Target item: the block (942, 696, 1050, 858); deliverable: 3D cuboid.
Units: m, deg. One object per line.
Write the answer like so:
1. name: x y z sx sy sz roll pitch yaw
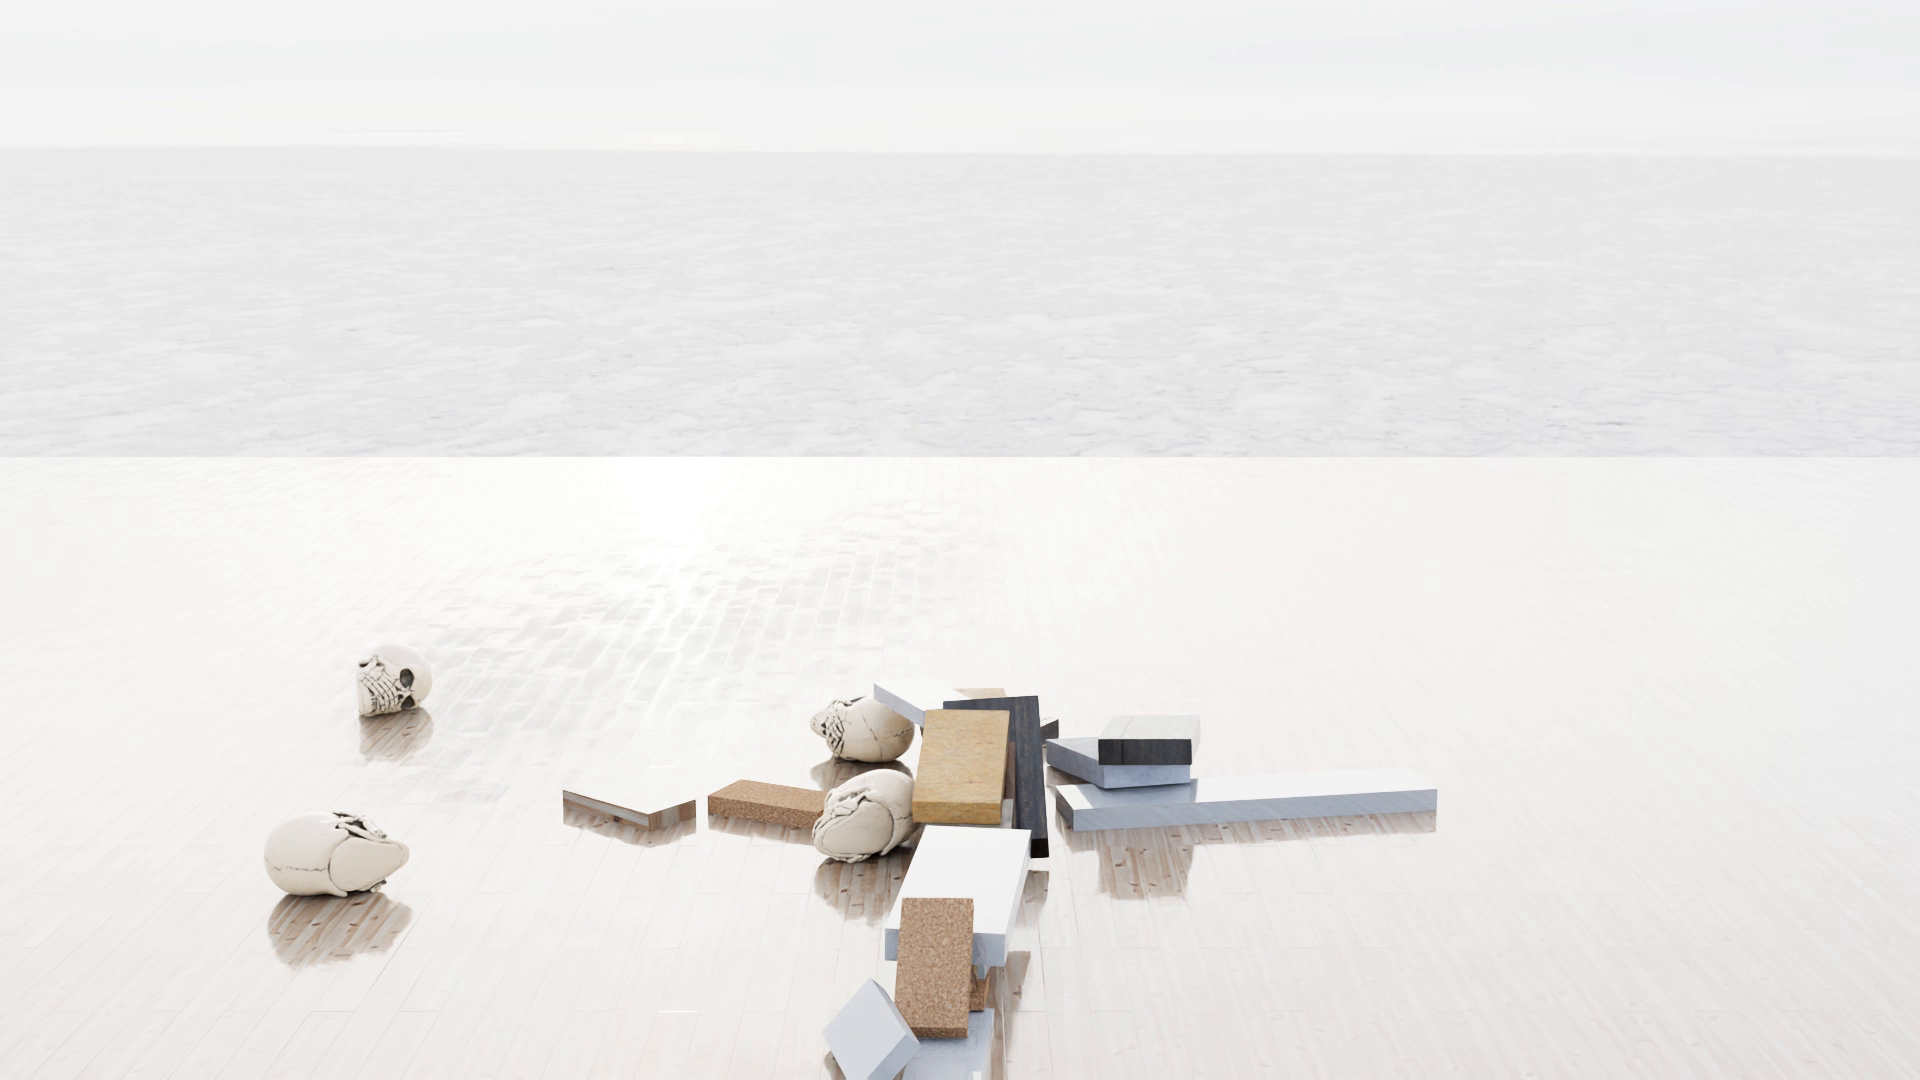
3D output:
1. block: 0.062 0.424 3.935 0.177 0.050 0.355 -4 40 1

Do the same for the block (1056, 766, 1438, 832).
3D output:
1. block: 0.536 0.484 4.125 0.699 0.042 0.147 -2 11 -10

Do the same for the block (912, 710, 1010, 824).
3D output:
1. block: 0.005 0.389 3.803 0.148 0.042 0.295 1 27 4

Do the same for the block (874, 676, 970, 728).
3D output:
1. block: -0.067 0.314 4.283 0.119 0.034 0.238 -5 12 -25

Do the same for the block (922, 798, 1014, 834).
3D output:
1. block: 0.008 0.530 3.629 0.148 0.042 0.295 1 29 4

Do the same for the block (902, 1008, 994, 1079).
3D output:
1. block: -0.021 0.713 2.927 0.102 0.029 0.399 1 11 5

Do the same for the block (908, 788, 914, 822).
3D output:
1. block: -0.006 0.473 4.182 0.147 0.042 0.294 1 11 7

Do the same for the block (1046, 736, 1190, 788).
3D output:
1. block: 0.303 0.428 4.272 0.172 0.049 0.344 -2 3 -16

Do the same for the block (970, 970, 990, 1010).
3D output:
1. block: -0.004 0.651 3.187 0.085 0.024 0.171 1 0 3

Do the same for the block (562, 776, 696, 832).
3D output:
1. block: -0.619 0.491 4.110 0.238 0.034 0.119 9 14 39

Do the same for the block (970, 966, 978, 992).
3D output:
1. block: -0.019 0.608 3.173 0.086 0.024 0.171 0 10 0

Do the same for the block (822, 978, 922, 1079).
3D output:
1. block: -0.122 0.673 2.966 0.029 0.102 0.203 43 -3 -19

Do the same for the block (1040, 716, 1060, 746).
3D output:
1. block: 0.067 0.410 4.525 0.147 0.042 0.294 7 12 31

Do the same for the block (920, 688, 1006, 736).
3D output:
1. block: 0.013 0.357 4.281 0.177 0.050 0.355 -1 11 -4

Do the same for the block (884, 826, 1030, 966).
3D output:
1. block: 0.004 0.537 3.363 0.172 0.049 0.486 2 10 6

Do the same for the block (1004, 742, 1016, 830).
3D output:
1. block: 0.022 0.470 3.808 0.148 0.042 0.295 -1 40 2

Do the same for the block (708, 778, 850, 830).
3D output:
1. block: -0.338 0.492 4.102 0.238 0.034 0.119 5 12 26

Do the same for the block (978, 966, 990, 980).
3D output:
1. block: 0.002 0.627 3.290 0.085 0.024 0.171 1 0 6

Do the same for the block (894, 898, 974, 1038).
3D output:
1. block: -0.036 0.595 3.069 0.102 0.029 0.203 0 50 4

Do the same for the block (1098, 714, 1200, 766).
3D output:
1. block: 0.366 0.381 4.206 0.172 0.049 0.344 -1 3 9
